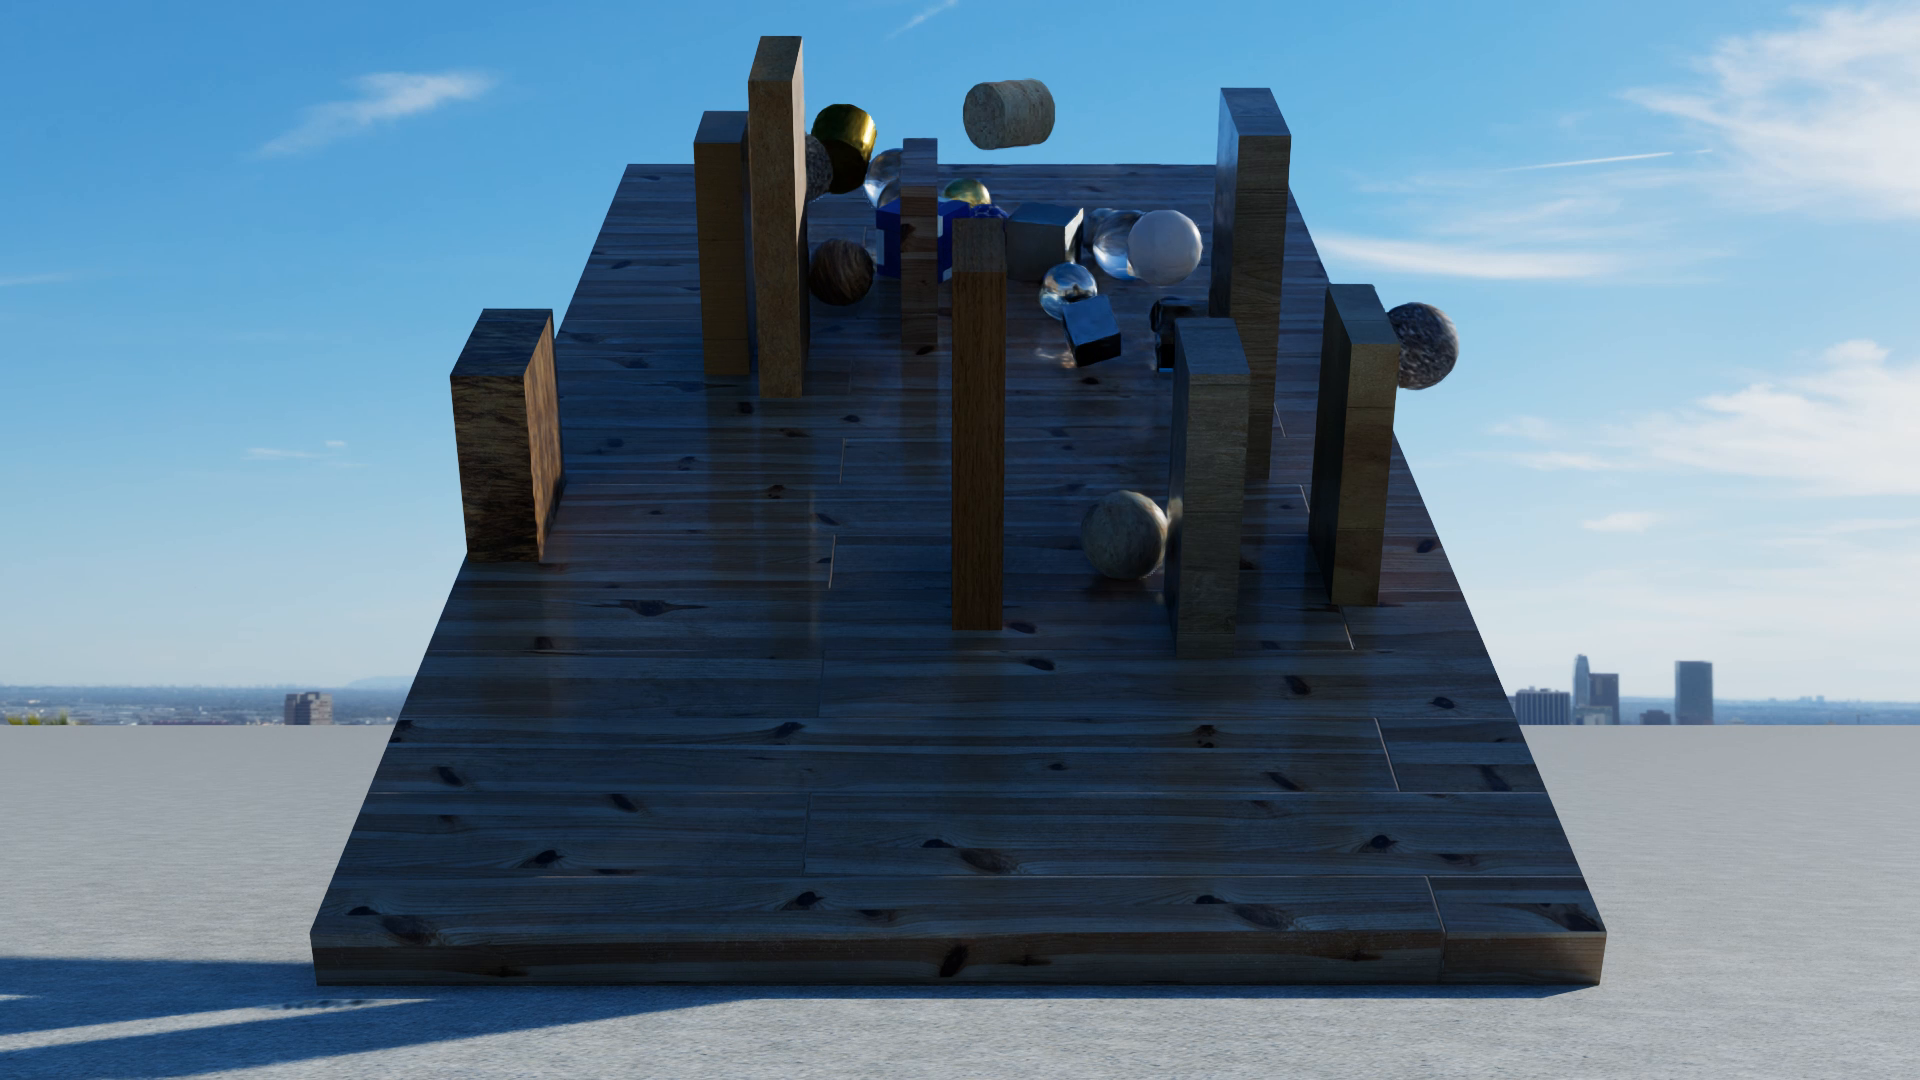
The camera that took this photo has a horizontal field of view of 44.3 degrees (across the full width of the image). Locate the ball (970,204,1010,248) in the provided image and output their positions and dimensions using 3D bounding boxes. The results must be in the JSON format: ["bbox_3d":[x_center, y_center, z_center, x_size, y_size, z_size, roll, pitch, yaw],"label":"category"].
[{"bbox_3d":[0.072,-0.836,6.402,0.155,0.155,0.155,0,-4,0],"label":"ball"}]

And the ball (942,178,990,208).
[{"bbox_3d":[0.015,-0.955,6.662,0.141,0.141,0.141,0,-4,0],"label":"ball"}]

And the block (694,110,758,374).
[{"bbox_3d":[-0.562,-0.716,5.677,0.108,0.574,0.269,0,26,0],"label":"block"}]

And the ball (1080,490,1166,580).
[{"bbox_3d":[0.328,-0.009,4.688,0.177,0.177,0.177,0,-4,0],"label":"ball"}]

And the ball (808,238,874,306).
[{"bbox_3d":[-0.300,-0.669,5.887,0.172,0.172,0.172,0,-4,0],"label":"ball"}]

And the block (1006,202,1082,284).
[{"bbox_3d":[0.225,-0.793,6.303,0.165,0.165,0.165,8,27,16],"label":"block"}]

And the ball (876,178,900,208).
[{"bbox_3d":[-0.146,-0.921,6.554,0.174,0.174,0.174,0,-4,0],"label":"ball"}]

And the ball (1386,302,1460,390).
[{"bbox_3d":[1.088,-0.464,5.640,0.209,0.209,0.209,0,-4,0],"label":"ball"}]

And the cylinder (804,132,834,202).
[{"bbox_3d":[-0.480,-1.004,6.484,0.186,0.186,0.186,4,-14,-41],"label":"cylinder"}]

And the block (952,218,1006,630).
[{"bbox_3d":[0.033,-0.218,4.492,0.097,0.724,0.302,0,26,0],"label":"block"}]

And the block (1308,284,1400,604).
[{"bbox_3d":[0.772,-0.191,4.642,0.091,0.546,0.327,0,26,0],"label":"block"}]

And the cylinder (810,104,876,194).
[{"bbox_3d":[-0.339,-1.103,6.645,0.182,0.182,0.182,5,-47,5],"label":"cylinder"}]

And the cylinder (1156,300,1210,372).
[{"bbox_3d":[0.564,-0.490,5.678,0.172,0.172,0.172,0,-4,0],"label":"cylinder"}]

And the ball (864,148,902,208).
[{"bbox_3d":[-0.181,-1.024,6.746,0.190,0.190,0.190,0,-4,0],"label":"ball"}]

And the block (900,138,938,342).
[{"bbox_3d":[-0.101,-0.763,5.969,0.089,0.404,0.409,0,26,0],"label":"block"}]

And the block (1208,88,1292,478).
[{"bbox_3d":[0.621,-0.560,5.142,0.108,0.770,0.366,0,26,0],"label":"block"}]

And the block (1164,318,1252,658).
[{"bbox_3d":[0.459,-0.098,4.420,0.108,0.573,0.282,0,26,0],"label":"block"}]

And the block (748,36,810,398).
[{"bbox_3d":[-0.423,-0.764,5.566,0.098,0.758,0.406,0,26,0],"label":"block"}]

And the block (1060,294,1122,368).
[{"bbox_3d":[0.318,-0.505,5.693,0.114,0.114,0.114,-17,-24,-1],"label":"block"}]

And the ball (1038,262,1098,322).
[{"bbox_3d":[0.275,-0.629,5.986,0.151,0.151,0.151,0,-4,0],"label":"ball"}]

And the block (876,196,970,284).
[{"bbox_3d":[-0.099,-0.807,6.313,0.181,0.181,0.181,15,30,28],"label":"block"}]

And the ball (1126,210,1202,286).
[{"bbox_3d":[0.489,-0.700,5.642,0.182,0.182,0.182,0,-4,0],"label":"ball"}]

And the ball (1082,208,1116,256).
[{"bbox_3d":[0.393,-0.835,6.421,0.138,0.138,0.138,0,-4,0],"label":"ball"}]

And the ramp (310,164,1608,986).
[{"bbox_3d":[-0.010,-0.229,5.450,2.000,0.100,4.000,0,26,0],"label":"ramp"}]

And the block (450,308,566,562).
[{"bbox_3d":[-0.924,-0.220,4.851,0.144,0.406,0.373,0,26,0],"label":"block"}]

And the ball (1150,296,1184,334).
[{"bbox_3d":[0.528,-0.552,5.873,0.113,0.113,0.113,0,-4,0],"label":"ball"}]

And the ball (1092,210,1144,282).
[{"bbox_3d":[0.447,-0.781,6.252,0.190,0.190,0.190,0,-4,0],"label":"ball"}]

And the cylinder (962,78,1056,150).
[{"bbox_3d":[0.142,-1.238,6.850,0.190,0.190,0.190,-14,5,-38],"label":"cylinder"}]
